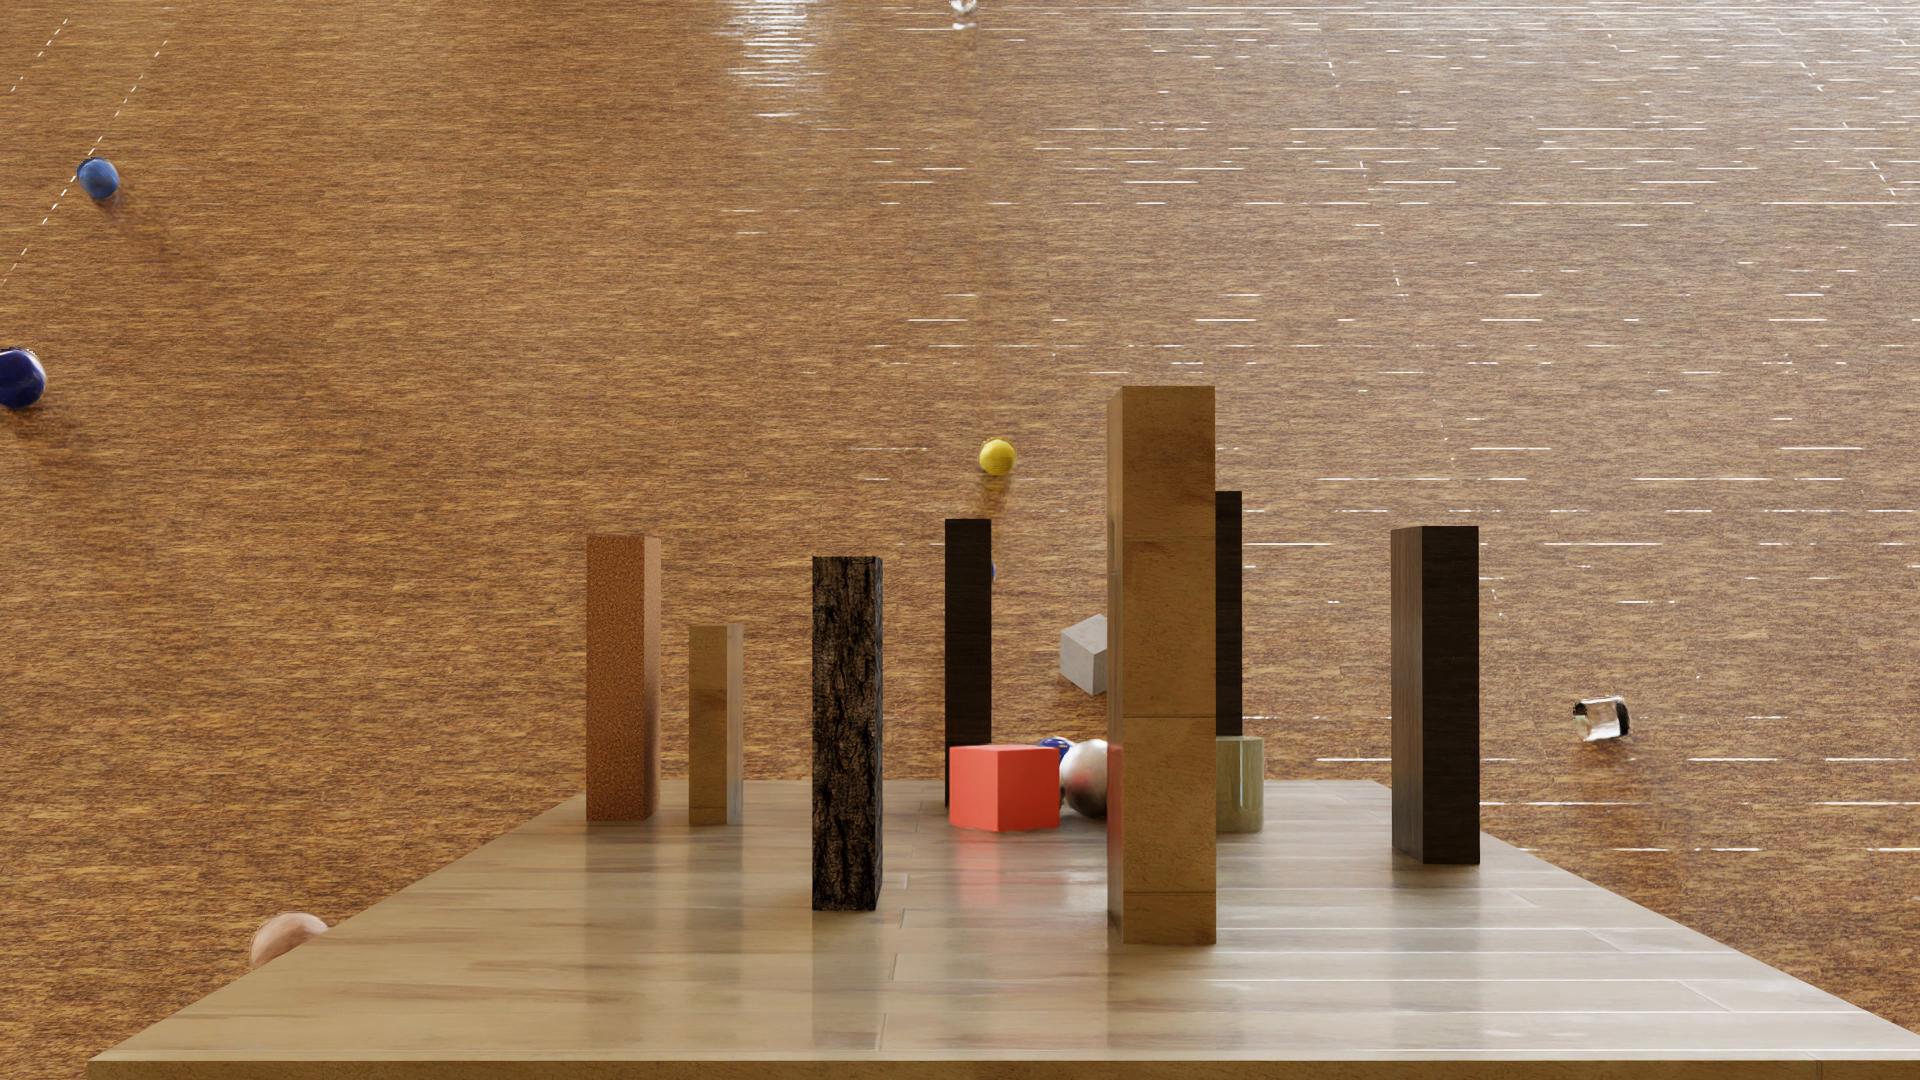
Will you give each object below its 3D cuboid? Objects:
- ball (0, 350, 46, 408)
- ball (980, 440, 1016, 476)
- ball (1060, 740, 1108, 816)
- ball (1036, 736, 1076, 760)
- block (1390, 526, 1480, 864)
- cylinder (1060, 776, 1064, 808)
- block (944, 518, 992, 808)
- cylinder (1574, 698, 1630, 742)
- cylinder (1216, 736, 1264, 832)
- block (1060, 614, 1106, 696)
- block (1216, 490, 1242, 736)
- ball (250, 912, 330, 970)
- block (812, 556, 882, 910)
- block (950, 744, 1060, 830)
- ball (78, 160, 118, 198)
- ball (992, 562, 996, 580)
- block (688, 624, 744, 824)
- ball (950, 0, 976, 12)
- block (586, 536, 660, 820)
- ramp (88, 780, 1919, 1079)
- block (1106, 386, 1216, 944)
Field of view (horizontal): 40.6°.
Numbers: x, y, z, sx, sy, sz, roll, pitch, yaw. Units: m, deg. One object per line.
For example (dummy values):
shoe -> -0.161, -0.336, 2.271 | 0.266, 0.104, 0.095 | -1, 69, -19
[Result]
ball -> -3.099, -0.527, 8.507 | 0.193, 0.193, 0.193 | 0, 33, 0
ball -> 0.120, -0.258, 8.163 | 0.115, 0.115, 0.115 | 0, 33, 0
ball -> 0.296, 0.521, 5.676 | 0.168, 0.168, 0.168 | 0, 33, 0
ball -> 0.236, 0.551, 6.379 | 0.135, 0.135, 0.135 | 0, 33, 0
block -> 0.891, 0.284, 4.877 | 0.104, 0.613, 0.339 | 0, -1, 0
cylinder -> 0.148, 0.548, 5.640 | 0.114, 0.114, 0.114 | 0, 27, -37
block -> 0.019, 0.283, 6.059 | 0.106, 0.659, 0.269 | 0, -1, 0
cylinder -> 1.737, 0.485, 7.021 | 0.108, 0.108, 0.108 | -6, 33, -10
cylinder -> 0.541, 0.507, 5.418 | 0.187, 0.187, 0.187 | 0, -1, 0
block -> 0.380, 0.320, 7.244 | 0.143, 0.143, 0.143 | -23, 39, -31
block -> 0.549, 0.252, 5.669 | 0.103, 0.707, 0.305 | 0, -1, 0
ball -> -1.581, 0.987, 6.161 | 0.201, 0.201, 0.201 | 0, 33, 0
block -> -0.181, 0.304, 4.233 | 0.098, 0.550, 0.399 | 0, -1, 0
block -> 0.094, 0.519, 5.460 | 0.165, 0.165, 0.165 | 1, -1, -37
ball -> -3.274, -1.372, 9.857 | 0.145, 0.145, 0.145 | 0, 33, 0
ball -> 0.035, 0.091, 7.604 | 0.135, 0.135, 0.135 | 0, 33, 0
block -> -0.535, 0.396, 5.714 | 0.081, 0.420, 0.416 | 0, -1, 0
ball -> 0.014, -2.387, 11.458 | 0.110, 0.110, 0.110 | 0, 33, 0
block -> -0.743, 0.301, 5.745 | 0.125, 0.612, 0.309 | 0, -1, 0
ramp -> 0.073, 0.639, 4.751 | 2.000, 0.100, 4.000 | 0, -1, 0
block -> 0.295, 0.179, 3.858 | 0.131, 0.787, 0.394 | 0, -1, 0
